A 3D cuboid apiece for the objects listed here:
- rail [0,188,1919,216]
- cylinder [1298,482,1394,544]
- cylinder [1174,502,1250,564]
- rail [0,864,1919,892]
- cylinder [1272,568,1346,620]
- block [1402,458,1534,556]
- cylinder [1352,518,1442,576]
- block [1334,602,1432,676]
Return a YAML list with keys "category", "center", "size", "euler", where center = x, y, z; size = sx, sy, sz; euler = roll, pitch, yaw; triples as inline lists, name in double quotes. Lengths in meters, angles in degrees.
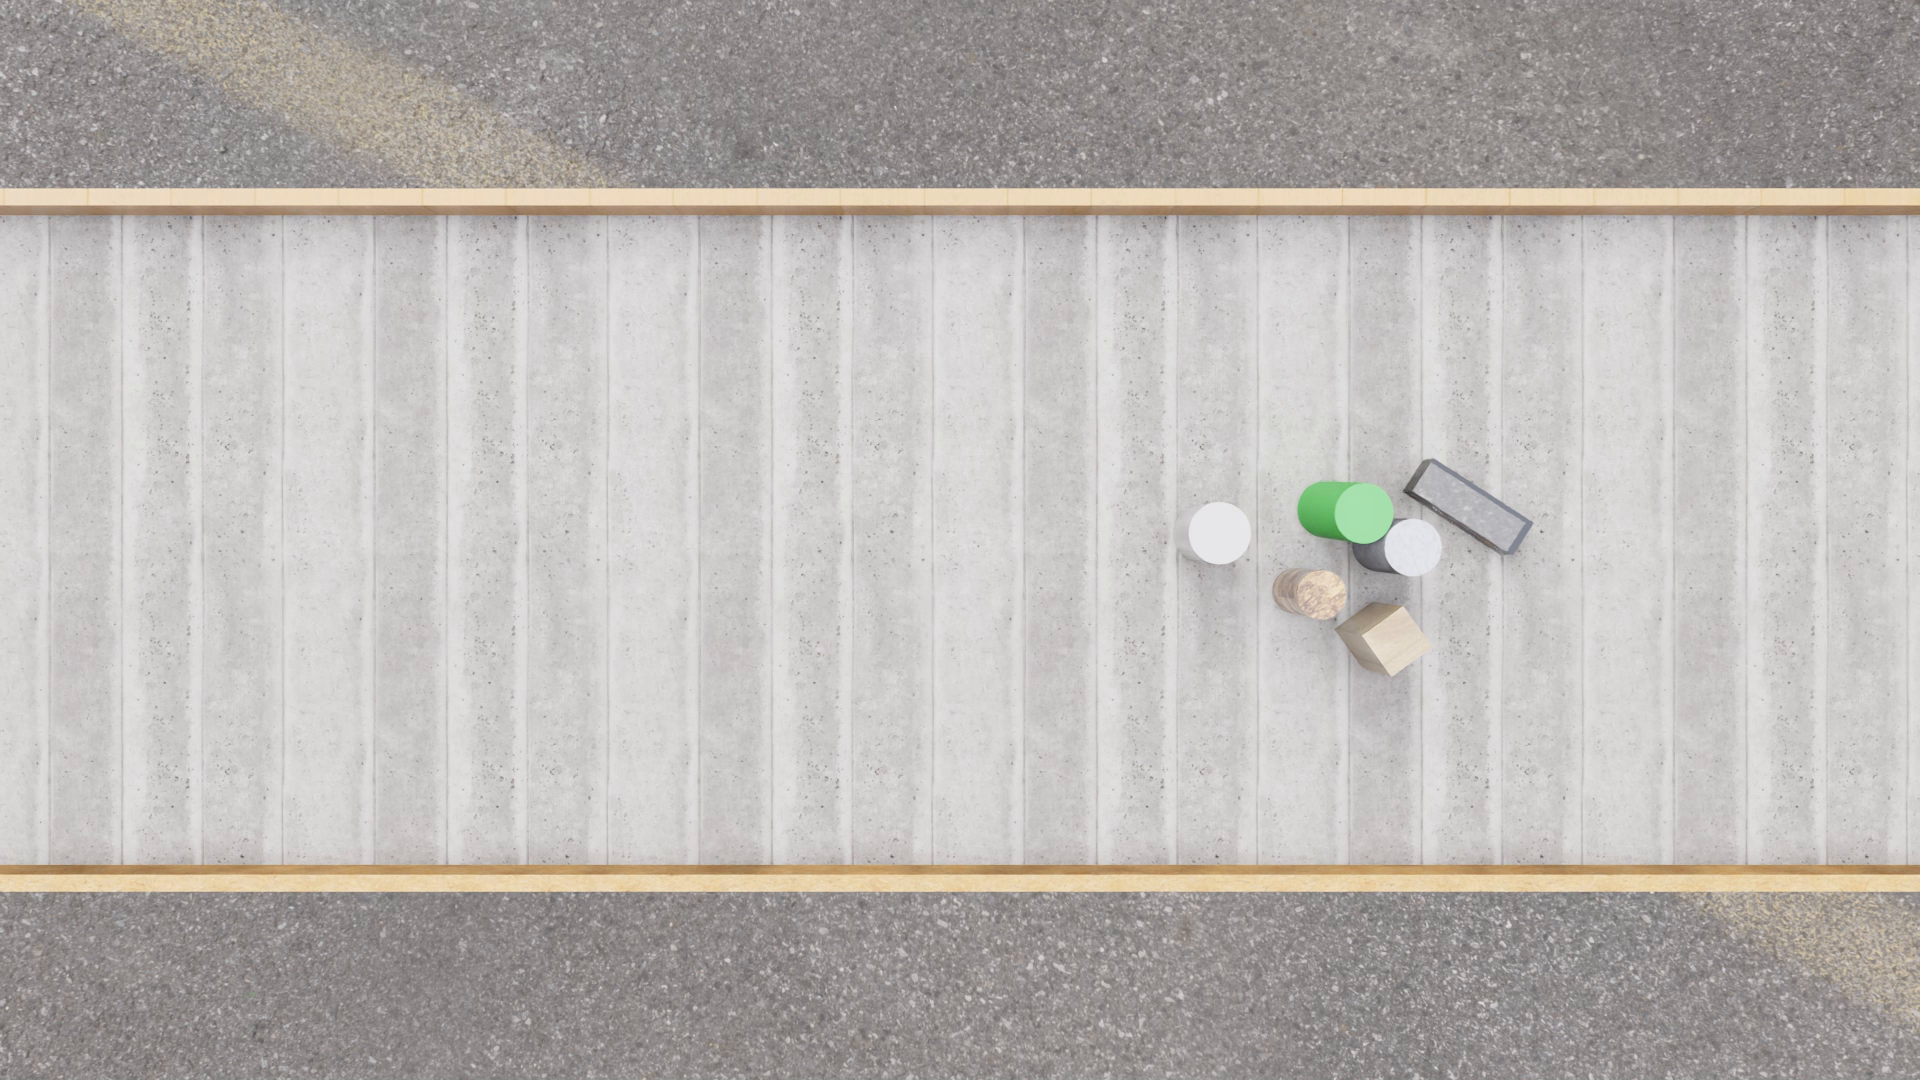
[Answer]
- category: "rail"
  center: [-2.247, -1.025, 5.002]
  size: [12.000, 0.150, 0.050]
  euler: [0, 90, 0]
- category: "cylinder"
  center: [1.139, -0.085, 4.895]
  size: [0.174, 0.346, 0.174]
  euler: [0, 93, -6]
- category: "cylinder"
  center: [0.746, -0.020, 4.905]
  size: [0.179, 0.343, 0.179]
  euler: [0, 90, 0]
- category: "rail"
  center: [-2.247, 1.025, 5.001]
  size: [12.000, 0.150, 0.050]
  euler: [0, 90, 0]
- category: "cylinder"
  center: [1.031, 0.156, 4.890]
  size: [0.140, 0.374, 0.140]
  euler: [0, 90, 0]
- category: "block"
  center: [1.544, -0.100, 5.018]
  size: [0.359, 0.117, 0.117]
  euler: [33, 90, 0]
- category: "cylinder"
  center: [1.292, 0.018, 4.896]
  size: [0.165, 0.356, 0.165]
  euler: [0, 91, -1]
- category: "block"
  center: [1.254, 0.291, 4.902]
  size: [0.145, 0.349, 0.145]
  euler: [-36, 90, 0]
